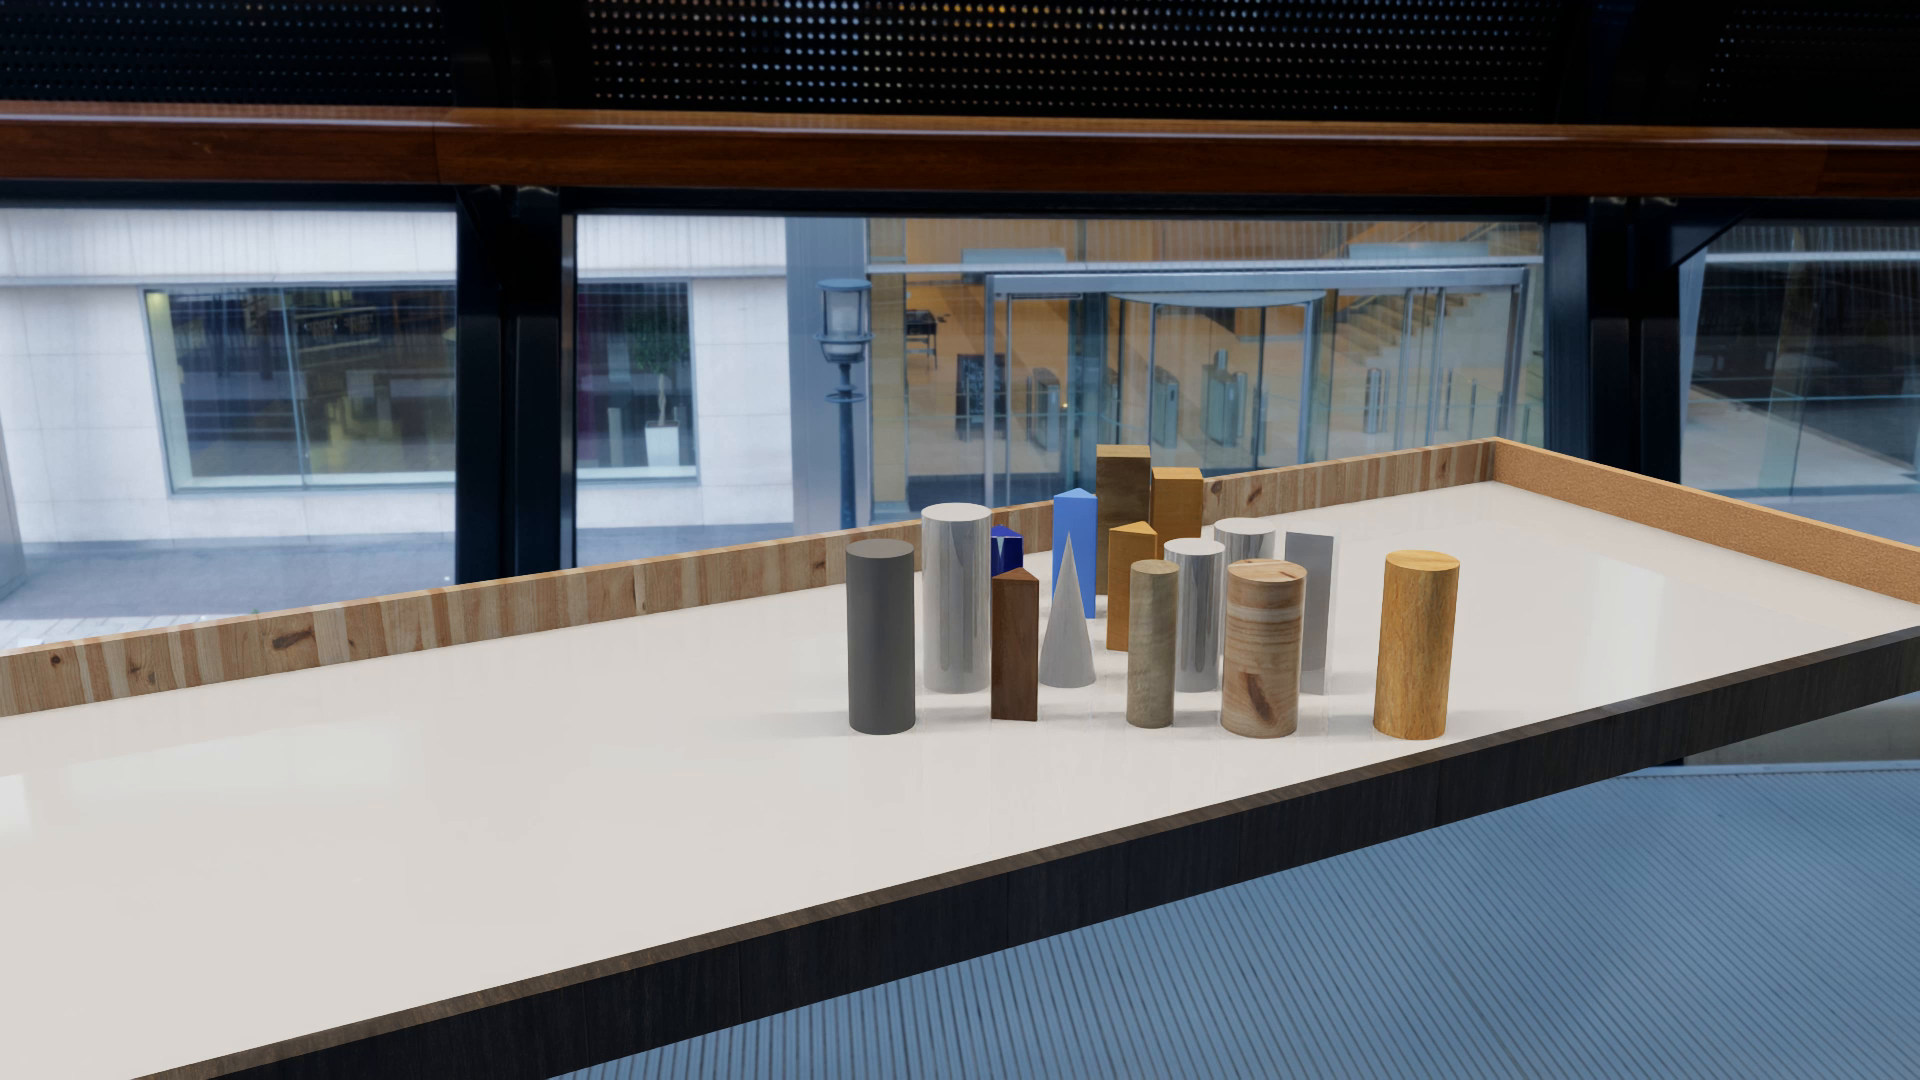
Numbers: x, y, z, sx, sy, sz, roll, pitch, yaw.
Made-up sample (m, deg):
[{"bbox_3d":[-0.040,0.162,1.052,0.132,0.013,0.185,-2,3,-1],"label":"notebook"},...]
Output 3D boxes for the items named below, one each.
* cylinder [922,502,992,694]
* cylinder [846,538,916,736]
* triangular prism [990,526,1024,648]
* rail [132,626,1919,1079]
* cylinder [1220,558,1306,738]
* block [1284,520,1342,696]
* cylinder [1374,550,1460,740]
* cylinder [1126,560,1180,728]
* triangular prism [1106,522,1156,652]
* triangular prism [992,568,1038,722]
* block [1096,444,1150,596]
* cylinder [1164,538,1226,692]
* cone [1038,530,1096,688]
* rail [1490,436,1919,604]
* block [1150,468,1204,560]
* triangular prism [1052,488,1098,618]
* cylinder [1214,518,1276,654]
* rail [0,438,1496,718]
[{"bbox_3d":[-0.009,0.144,4.081,0.171,0.443,0.171,0,16,0],"label":"cylinder"},{"bbox_3d":[-0.183,0.224,3.832,0.157,0.428,0.157,0,16,0],"label":"cylinder"},{"bbox_3d":[0.104,0.124,4.381,0.127,0.311,0.110,1,16,3],"label":"triangular prism"},{"bbox_3d":[-2.336,1.006,1.665,12.000,0.150,0.050,-9,18,-27],"label":"rail"},{"bbox_3d":[0.703,0.251,3.829,0.179,0.379,0.179,0,16,0],"label":"cylinder"},{"bbox_3d":[0.860,0.166,4.066,0.114,0.408,0.114,6,18,21],"label":"block"},{"bbox_3d":[1.052,0.241,3.809,0.163,0.409,0.163,0,16,0],"label":"cylinder"},{"bbox_3d":[0.449,0.243,3.853,0.112,0.380,0.112,0,16,0],"label":"cylinder"},{"bbox_3d":[0.466,0.123,4.353,0.126,0.330,0.109,6,17,20],"label":"triangular prism"},{"bbox_3d":[0.136,0.245,3.901,0.109,0.350,0.095,3,17,10],"label":"triangular prism"},{"bbox_3d":[0.472,-0.059,4.821,0.153,0.414,0.153,1,16,4],"label":"block"},{"bbox_3d":[0.575,0.186,4.092,0.149,0.355,0.149,0,16,0],"label":"cylinder"},{"bbox_3d":[0.268,0.161,4.119,0.155,0.387,0.155,0,16,0],"label":"cone"},{"bbox_3d":[2.466,-0.048,5.253,0.050,0.150,2.100,-9,18,-27],"label":"rail"},{"bbox_3d":[0.594,0.016,4.566,0.130,0.414,0.130,1,16,2],"label":"block"},{"bbox_3d":[0.325,0.036,4.616,0.120,0.348,0.104,3,17,9],"label":"triangular prism"},{"bbox_3d":[0.742,0.124,4.338,0.160,0.335,0.160,0,16,0],"label":"cylinder"},{"bbox_3d":[-3.305,0.497,3.399,12.000,0.150,0.050,-9,18,-27],"label":"rail"}]
